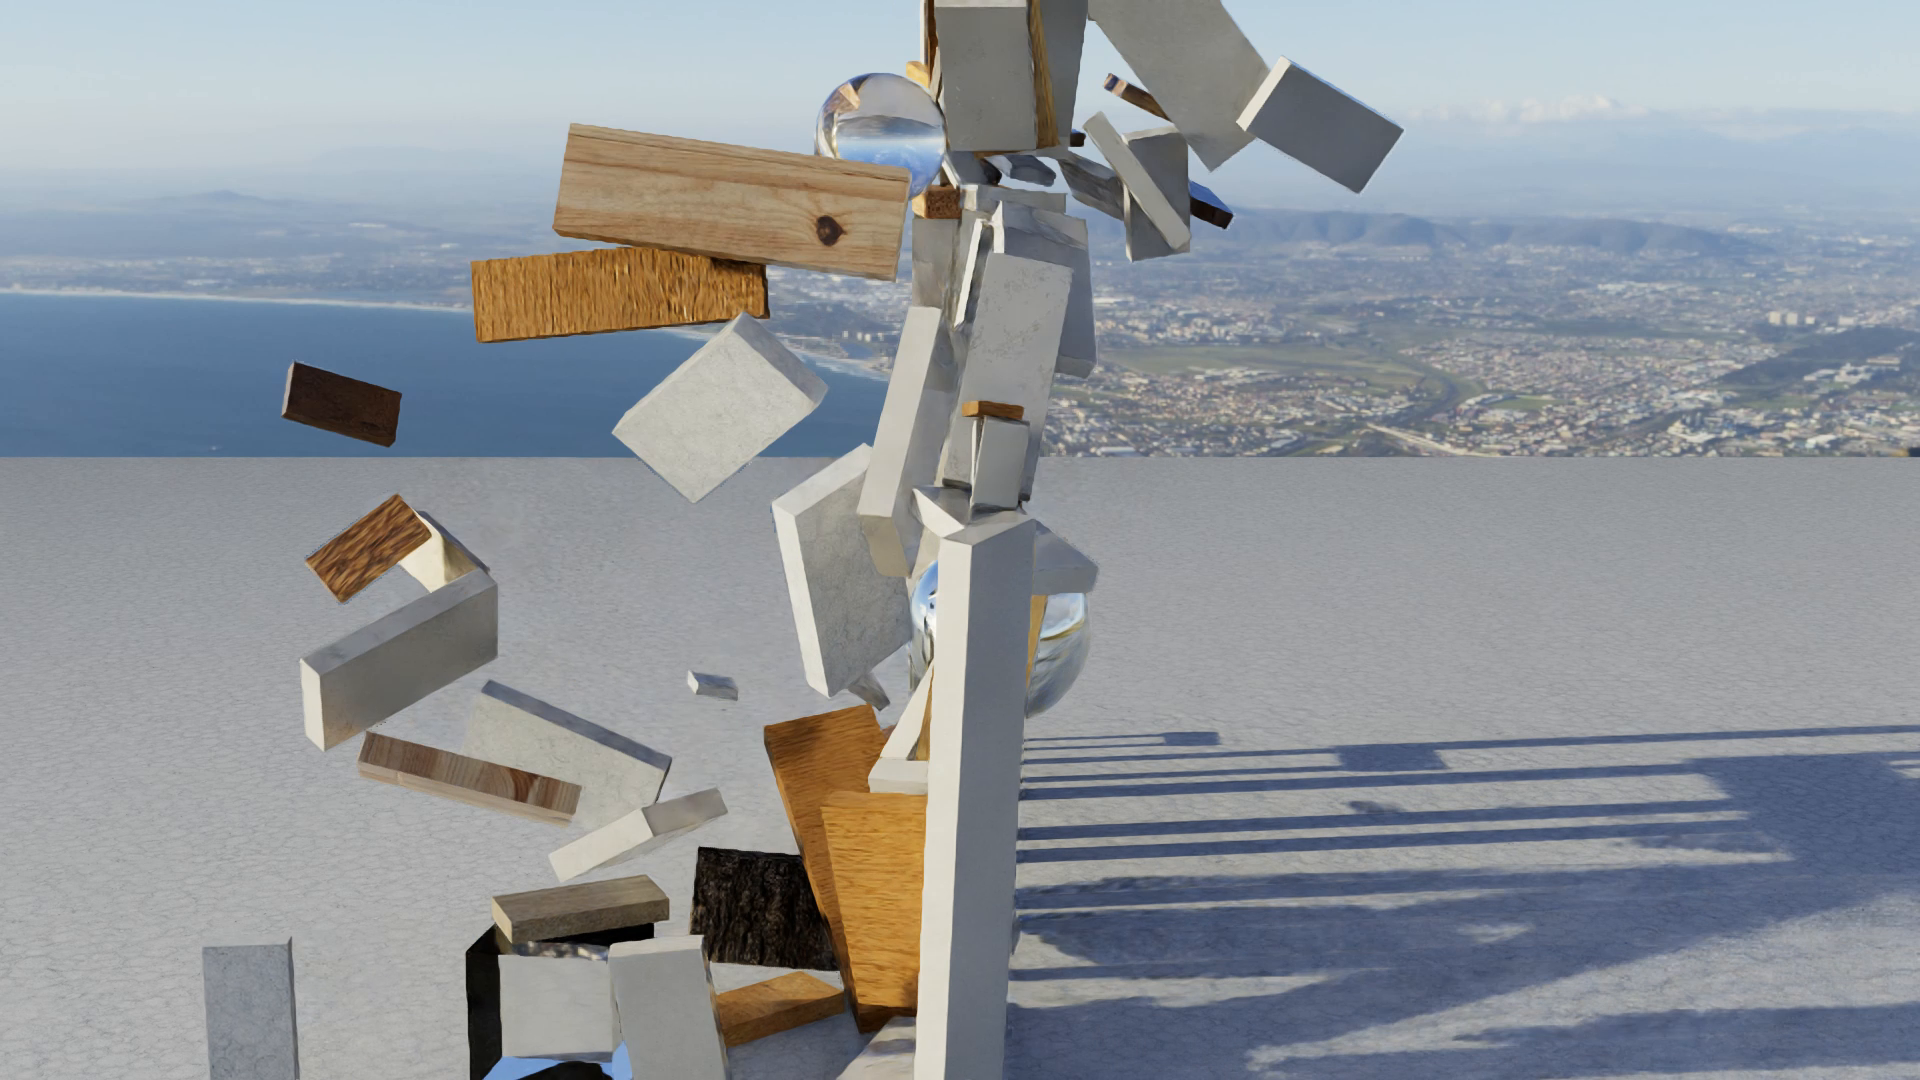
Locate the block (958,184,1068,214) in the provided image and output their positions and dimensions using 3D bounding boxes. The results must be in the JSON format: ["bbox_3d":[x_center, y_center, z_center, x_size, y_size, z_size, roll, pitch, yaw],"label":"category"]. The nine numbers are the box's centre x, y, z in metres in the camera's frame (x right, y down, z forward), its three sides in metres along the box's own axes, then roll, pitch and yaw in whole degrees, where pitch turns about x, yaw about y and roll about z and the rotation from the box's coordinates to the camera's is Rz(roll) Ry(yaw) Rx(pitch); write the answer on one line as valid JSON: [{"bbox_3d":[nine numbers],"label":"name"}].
[{"bbox_3d":[0.089,-0.591,3.839,0.152,0.043,0.304,5,9,-6],"label":"block"}]

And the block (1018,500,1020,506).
[{"bbox_3d":[0.012,-0.017,3.751,0.169,0.344,0.048,9,10,28],"label":"block"}]

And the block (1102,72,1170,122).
[{"bbox_3d":[0.384,-0.818,4.167,0.217,0.031,0.108,20,15,-23],"label":"block"}]

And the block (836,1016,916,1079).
[{"bbox_3d":[-0.074,0.682,2.826,0.118,0.034,0.237,1,14,21],"label":"block"}]

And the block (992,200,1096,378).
[{"bbox_3d":[0.132,-0.398,3.474,0.147,0.293,0.042,10,-35,-17],"label":"block"}]

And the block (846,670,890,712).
[{"bbox_3d":[-0.178,0.227,3.669,0.146,0.021,0.073,38,17,-48],"label":"block"}]

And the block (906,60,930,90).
[{"bbox_3d":[-0.017,-0.886,4.221,0.095,0.027,0.191,-17,34,-24],"label":"block"}]

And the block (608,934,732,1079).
[{"bbox_3d":[-0.369,0.621,2.816,0.118,0.237,0.034,-6,22,3],"label":"block"}]

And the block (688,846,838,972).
[{"bbox_3d":[-0.236,0.550,3.253,0.318,0.159,0.045,6,8,-9],"label":"block"}]

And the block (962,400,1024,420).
[{"bbox_3d":[0.041,-0.164,2.790,0.058,0.016,0.115,7,1,-10],"label":"block"}]

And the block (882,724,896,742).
[{"bbox_3d":[-0.080,0.450,3.445,0.159,0.318,0.045,-24,18,1],"label":"block"}]

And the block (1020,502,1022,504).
[{"bbox_3d":[0.020,-0.056,3.902,0.169,0.337,0.048,5,6,-5],"label":"block"}]

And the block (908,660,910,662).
[{"bbox_3d":[-0.001,0.358,3.935,0.180,0.359,0.051,0,10,0],"label":"block"}]

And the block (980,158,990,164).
[{"bbox_3d":[0.049,-0.756,4.131,0.054,0.015,0.109,33,45,-11],"label":"block"}]

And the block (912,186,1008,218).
[{"bbox_3d":[0.010,-0.641,4.160,0.175,0.050,0.351,-1,11,-5],"label":"block"}]

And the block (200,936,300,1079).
[{"bbox_3d":[-0.926,0.627,2.874,0.108,0.217,0.031,-1,11,-6],"label":"block"}]

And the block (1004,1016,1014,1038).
[{"bbox_3d":[0.017,0.660,3.122,0.068,0.019,0.136,-4,30,-23],"label":"block"}]

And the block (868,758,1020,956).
[{"bbox_3d":[-0.018,0.416,2.870,0.145,0.291,0.041,1,34,21],"label":"block"}]

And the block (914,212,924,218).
[{"bbox_3d":[-0.004,-0.460,4.290,0.175,0.351,0.050,0,5,0],"label":"block"}]

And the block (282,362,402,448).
[{"bbox_3d":[-0.950,-0.208,3.381,0.171,0.086,0.024,17,-29,-30],"label":"block"}]

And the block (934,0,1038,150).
[{"bbox_3d":[0.036,-0.603,2.837,0.116,0.231,0.033,1,51,7],"label":"block"}]

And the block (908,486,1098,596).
[{"bbox_3d":[0.052,-0.002,2.792,0.123,0.035,0.247,-3,27,-36],"label":"block"}]

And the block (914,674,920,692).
[{"bbox_3d":[0.012,0.202,3.678,0.177,0.050,0.354,1,11,-1],"label":"block"}]

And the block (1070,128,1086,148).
[{"bbox_3d":[0.136,-0.776,4.106,0.186,0.026,0.093,30,23,37],"label":"block"}]

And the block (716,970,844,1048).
[{"bbox_3d":[-0.285,0.671,3.145,0.217,0.031,0.108,-8,13,-38],"label":"block"}]

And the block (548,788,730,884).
[{"bbox_3d":[-0.476,0.440,3.297,0.159,0.045,0.318,-28,-7,12],"label":"block"}]

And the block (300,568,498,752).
[{"bbox_3d":[-0.840,0.178,3.319,0.045,0.159,0.319,36,47,27],"label":"block"}]

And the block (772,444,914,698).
[{"bbox_3d":[-0.160,0.046,3.090,0.168,0.337,0.048,-35,47,-29],"label":"block"}]

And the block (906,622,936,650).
[{"bbox_3d":[-0.034,0.159,3.663,0.073,0.021,0.146,9,8,22],"label":"block"}]

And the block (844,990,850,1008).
[{"bbox_3d":[-0.103,0.663,3.224,0.136,0.019,0.068,-1,11,-3],"label":"block"}]

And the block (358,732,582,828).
[{"bbox_3d":[-0.729,0.359,3.277,0.319,0.045,0.159,16,-17,-9],"label":"block"}]

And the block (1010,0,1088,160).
[{"bbox_3d":[0.088,-0.703,3.048,0.164,0.328,0.046,6,18,-3],"label":"block"}]

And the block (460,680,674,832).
[{"bbox_3d":[-0.635,0.359,3.518,0.319,0.159,0.045,23,26,0],"label":"block"}]

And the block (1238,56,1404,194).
[{"bbox_3d":[0.579,-0.663,3.521,0.249,0.125,0.035,22,24,-29],"label":"block"}]

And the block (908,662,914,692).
[{"bbox_3d":[0.001,0.383,3.813,0.177,0.354,0.050,0,10,0],"label":"block"}]

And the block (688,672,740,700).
[{"bbox_3d":[-0.438,0.258,3.896,0.073,0.021,0.146,11,2,-14],"label":"block"}]

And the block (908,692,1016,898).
[{"bbox_3d":[0.003,0.425,3.581,0.177,0.354,0.050,1,10,-2],"label":"block"}]

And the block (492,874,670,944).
[{"bbox_3d":[-0.516,0.501,2.992,0.217,0.031,0.108,-5,12,-25],"label":"block"}]
